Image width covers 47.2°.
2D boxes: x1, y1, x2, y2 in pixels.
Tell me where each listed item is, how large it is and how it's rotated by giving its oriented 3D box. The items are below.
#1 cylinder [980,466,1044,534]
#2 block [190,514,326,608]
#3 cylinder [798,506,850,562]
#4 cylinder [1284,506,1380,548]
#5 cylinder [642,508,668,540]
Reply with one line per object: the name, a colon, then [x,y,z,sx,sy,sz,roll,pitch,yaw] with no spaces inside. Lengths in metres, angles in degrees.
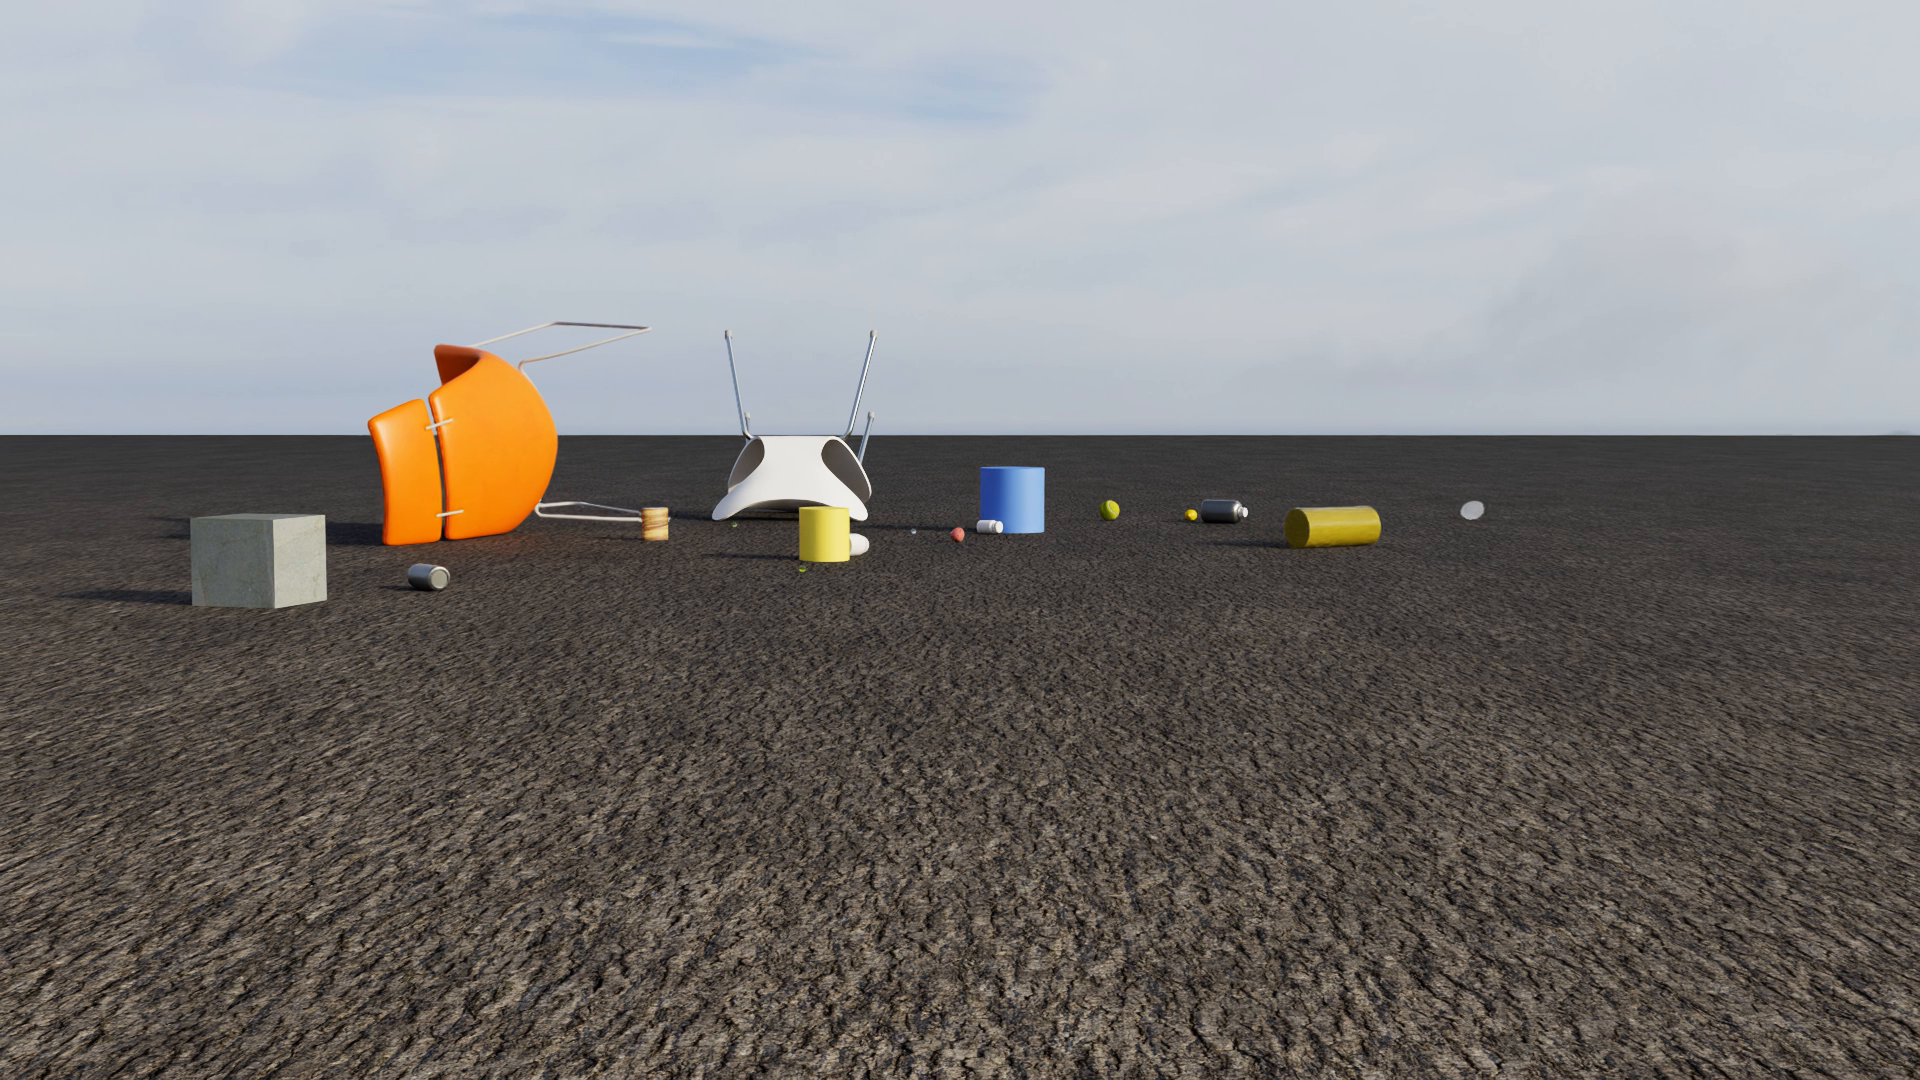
cylinder: [0.165,-0.128,6.945,0.204,0.201,0.196,2,4,29]
block: [-1.471,0.041,4.616,0.199,0.182,0.186,1,4,17]
cylinder: [-0.358,-0.016,5.791,0.129,0.136,0.147,-2,4,-28]
cylinder: [1.059,-0.037,6.252,0.256,0.113,0.116,-2,43,-30]
cylinder: [-0.909,-0.048,6.554,0.081,0.095,0.044,-2,4,-29]
